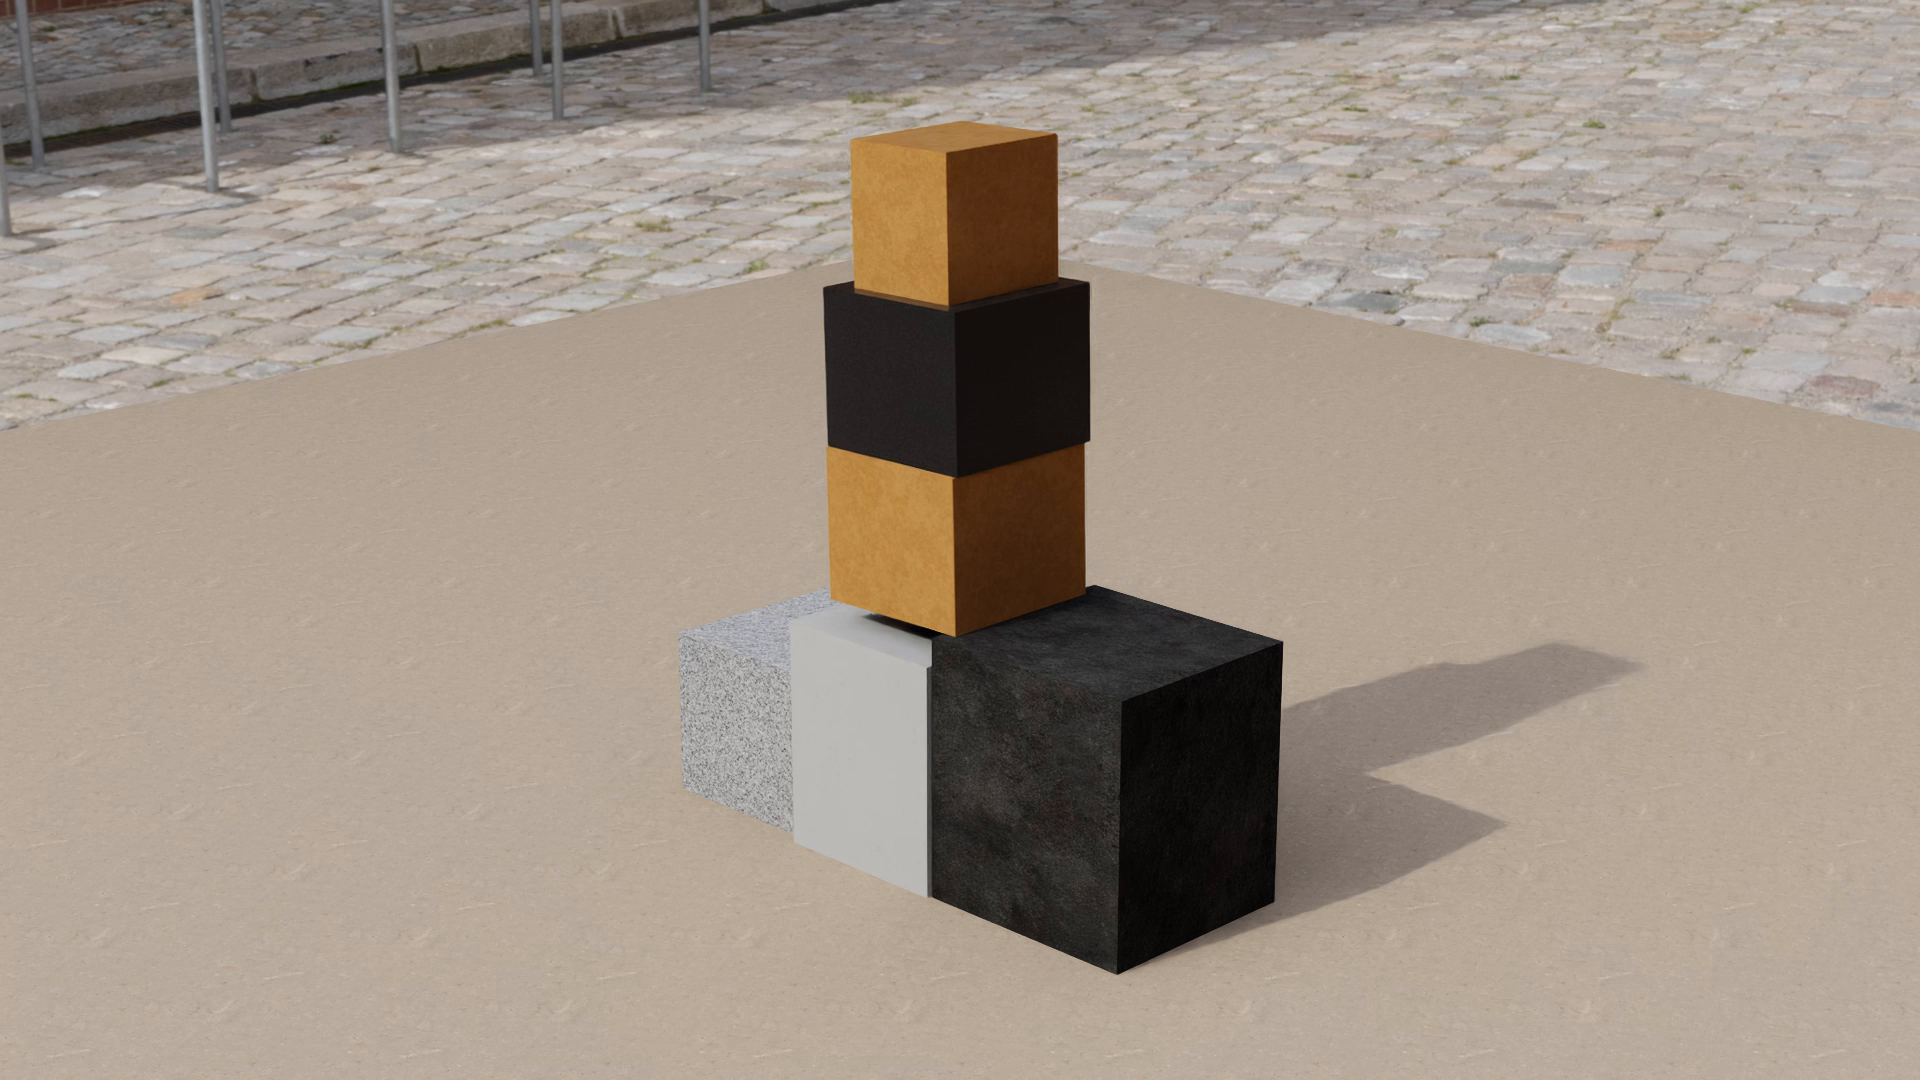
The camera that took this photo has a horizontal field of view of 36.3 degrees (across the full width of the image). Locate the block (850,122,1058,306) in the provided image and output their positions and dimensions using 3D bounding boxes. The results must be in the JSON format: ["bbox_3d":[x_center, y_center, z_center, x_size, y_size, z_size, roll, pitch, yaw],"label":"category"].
[{"bbox_3d":[-0.021,-1.450,12.925,0.688,0.660,0.594,-17,23,-42],"label":"block"}]

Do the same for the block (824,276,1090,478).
[{"bbox_3d":[-0.010,-0.784,13.122,0.848,0.729,0.827,-17,23,-42],"label":"block"}]

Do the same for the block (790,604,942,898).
[{"bbox_3d":[-0.092,0.881,13.700,1.054,1.104,0.898,-17,24,-42],"label":"block"}]

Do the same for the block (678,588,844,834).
[{"bbox_3d":[-0.709,0.825,14.368,0.982,0.811,0.879,-17,24,-42],"label":"block"}]

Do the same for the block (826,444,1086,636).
[{"bbox_3d":[-0.014,-0.086,13.312,0.842,0.718,0.807,-17,23,-42],"label":"block"}]

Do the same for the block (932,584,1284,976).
[{"bbox_3d":[0.644,1.028,13.008,1.054,1.239,1.119,-17,24,-42],"label":"block"}]
